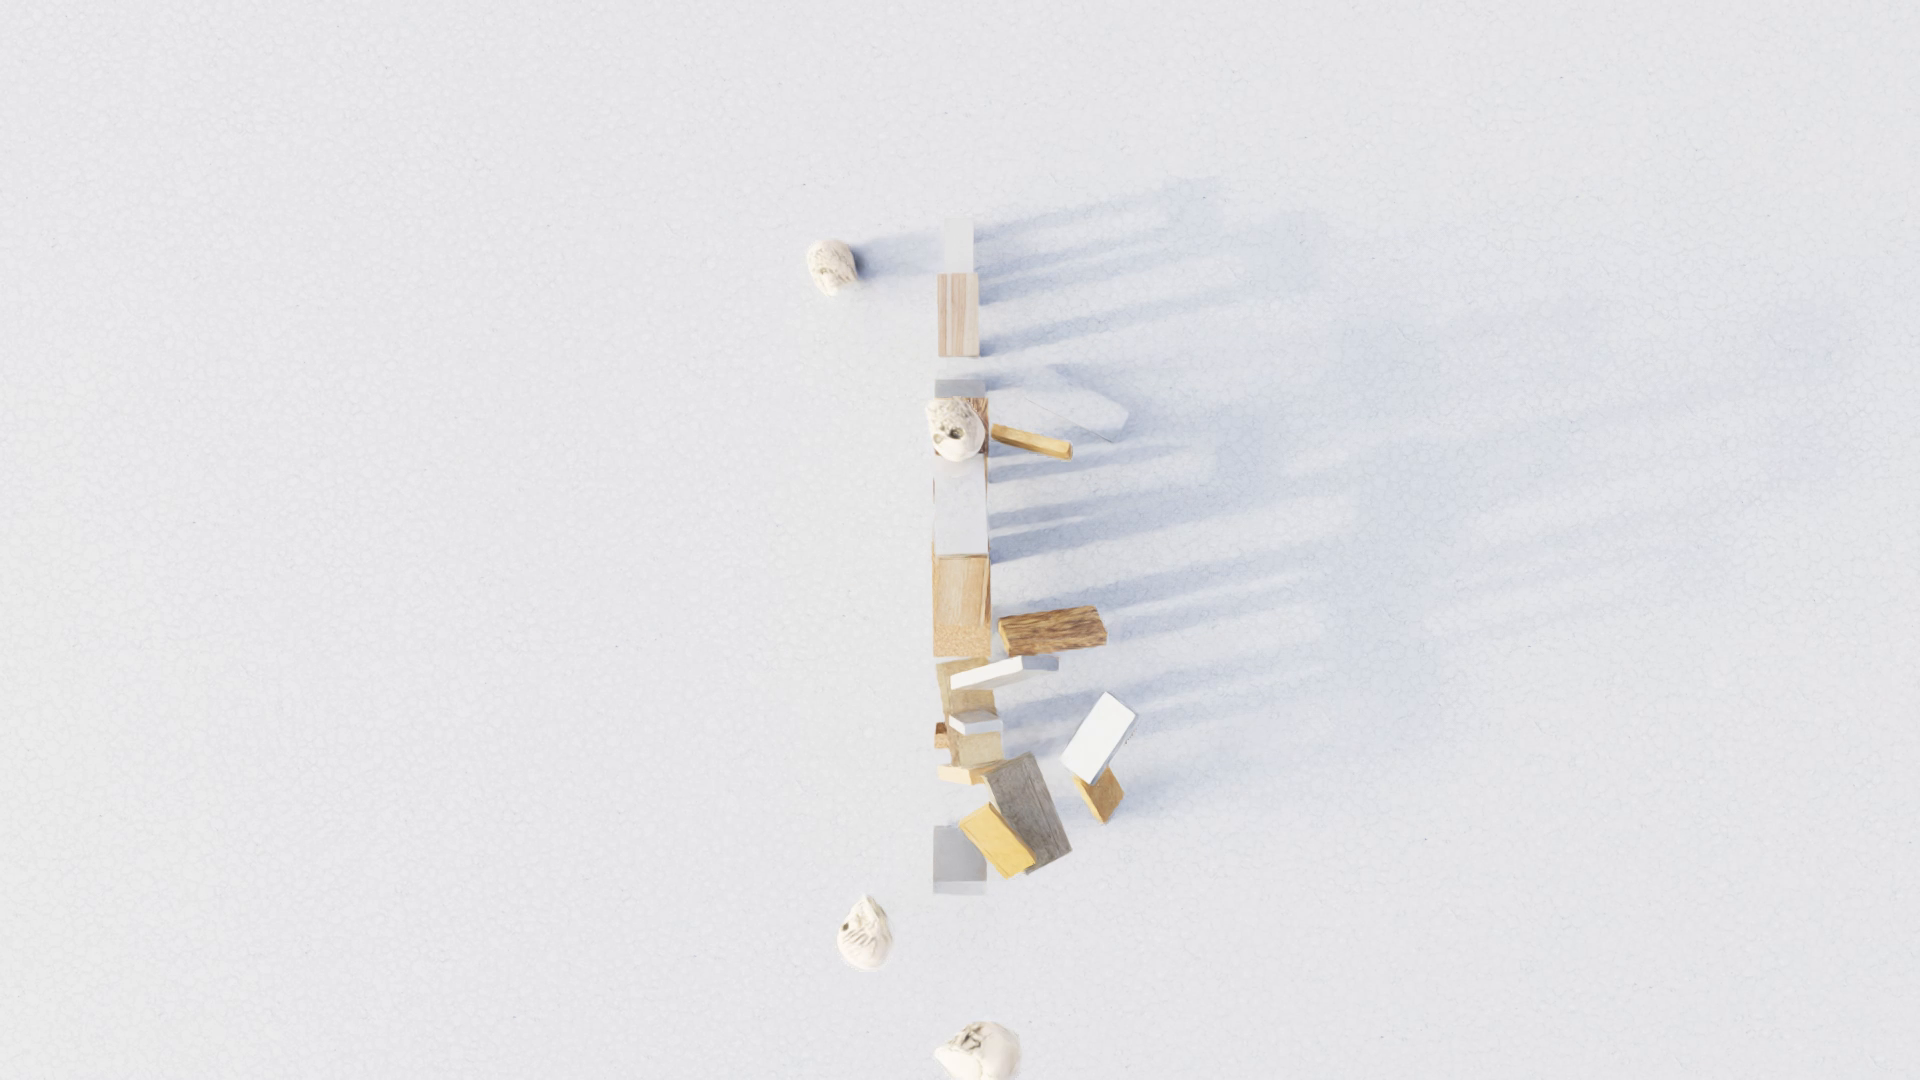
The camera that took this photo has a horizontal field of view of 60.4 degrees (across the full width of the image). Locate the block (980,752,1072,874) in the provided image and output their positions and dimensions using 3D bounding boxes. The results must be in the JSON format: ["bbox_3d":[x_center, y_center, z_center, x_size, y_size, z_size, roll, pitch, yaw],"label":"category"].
[{"bbox_3d":[0.210,0.853,5.156,0.170,0.048,0.339,-24,97,-17],"label":"block"}]

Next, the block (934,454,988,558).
[{"bbox_3d":[0.001,-0.100,4.775,0.148,0.042,0.295,-2,77,-1],"label":"block"}]

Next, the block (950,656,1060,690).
[{"bbox_3d":[0.132,0.401,4.955,0.147,0.331,0.042,5,73,-39],"label":"block"}]

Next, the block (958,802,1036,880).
[{"bbox_3d":[0.114,0.901,4.935,0.115,0.033,0.230,-35,105,19],"label":"block"}]

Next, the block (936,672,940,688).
[{"bbox_3d":[0.007,0.427,5.336,0.162,0.325,0.046,-8,90,-1],"label":"block"}]

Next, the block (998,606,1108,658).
[{"bbox_3d":[0.274,0.271,4.887,0.294,0.147,0.042,-7,124,-9],"label":"block"}]

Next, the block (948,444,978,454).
[{"bbox_3d":[0.009,-0.266,5.060,0.066,0.131,0.019,19,81,-9],"label":"block"}]

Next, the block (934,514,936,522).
[{"bbox_3d":[-0.001,-0.074,5.016,0.148,0.441,0.042,0,89,0],"label":"block"}]

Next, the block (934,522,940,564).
[{"bbox_3d":[-0.002,0.010,4.942,0.148,0.295,0.042,-1,72,0],"label":"block"}]

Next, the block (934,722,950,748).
[{"bbox_3d":[0.001,0.632,5.337,0.162,0.325,0.046,1,90,0],"label":"block"}]

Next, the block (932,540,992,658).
[{"bbox_3d":[0.004,0.183,5.116,0.179,0.051,0.357,-1,90,0],"label":"block"}]

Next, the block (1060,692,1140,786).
[{"bbox_3d":[0.383,0.543,4.524,0.115,0.033,0.230,37,98,31],"label":"block"}]

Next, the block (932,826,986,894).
[{"bbox_3d":[-0.003,1.033,5.331,0.170,0.339,0.048,1,110,-1],"label":"block"}]

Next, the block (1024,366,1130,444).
[{"bbox_3d":[0.390,-0.451,5.483,0.331,0.035,0.122,27,90,0],"label":"block"}]

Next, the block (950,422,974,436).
[{"bbox_3d":[0.006,-0.336,5.087,0.066,0.131,0.019,11,80,3],"label":"block"}]

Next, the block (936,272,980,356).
[{"bbox_3d":[-0.006,-0.713,5.222,0.130,0.037,0.259,-1,90,0],"label":"block"}]

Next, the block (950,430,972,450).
[{"bbox_3d":[0.004,-0.300,5.076,0.066,0.131,0.019,6,70,3],"label":"block"}]

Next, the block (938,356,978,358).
[{"bbox_3d":[-0.005,-0.627,5.370,0.130,0.259,0.037,1,89,0],"label":"block"}]

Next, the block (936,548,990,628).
[{"bbox_3d":[0.007,0.142,4.975,0.147,0.042,0.294,4,133,0],"label":"block"}]

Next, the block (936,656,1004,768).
[{"bbox_3d":[0.031,0.534,5.151,0.162,0.046,0.325,-9,90,-1],"label":"block"}]

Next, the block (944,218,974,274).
[{"bbox_3d":[-0.004,-0.938,5.300,0.094,0.027,0.187,0,90,0],"label":"block"}]

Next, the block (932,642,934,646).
[{"bbox_3d":[0.004,0.300,5.321,0.179,0.357,0.051,0,91,0],"label":"block"}]

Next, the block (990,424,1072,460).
[{"bbox_3d":[0.222,-0.305,5.126,0.245,0.122,0.035,15,85,9],"label":"block"}]

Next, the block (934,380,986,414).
[{"bbox_3d":[0.000,-0.412,5.353,0.167,0.335,0.047,0,128,0],"label":"block"}]

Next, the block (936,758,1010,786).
[{"bbox_3d":[0.058,0.741,5.311,0.170,0.339,0.048,-8,88,-18],"label":"block"}]

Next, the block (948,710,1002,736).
[{"bbox_3d":[0.045,0.552,4.996,0.115,0.247,0.033,-6,92,-11],"label":"block"}]

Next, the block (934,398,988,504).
[{"bbox_3d":[0.004,-0.281,5.165,0.167,0.047,0.335,1,73,0],"label":"block"}]

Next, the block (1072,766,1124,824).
[{"bbox_3d":[0.453,0.804,5.380,0.035,0.245,0.122,18,60,41],"label":"block"}]
